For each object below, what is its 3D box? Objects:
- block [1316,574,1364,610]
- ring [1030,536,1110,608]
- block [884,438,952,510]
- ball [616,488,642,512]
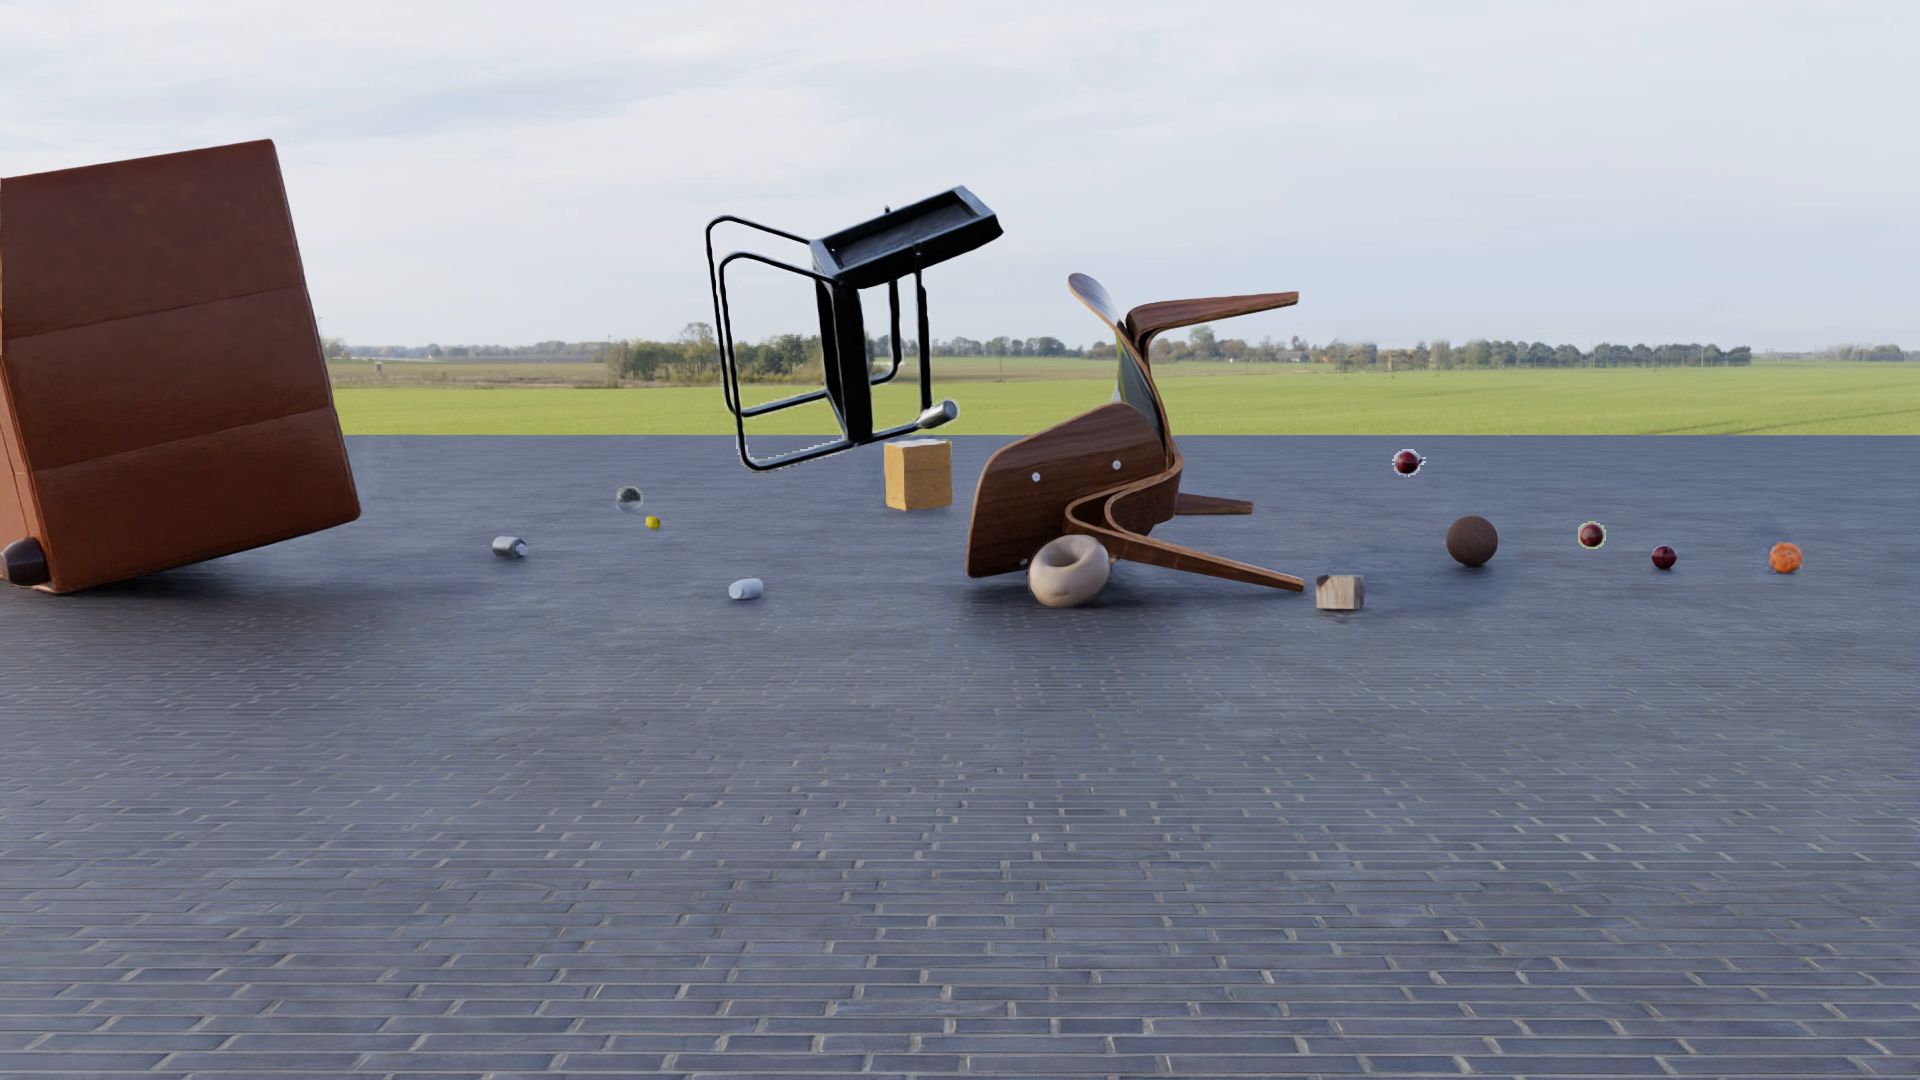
[{"bbox_3d":[0.777,0.105,4.494,0.075,0.066,0.095,2,1,22],"label":"block"},{"bbox_3d":[0.229,0.064,4.586,0.170,0.087,0.242,-7,23,15],"label":"ring"},{"bbox_3d":[-0.158,-0.246,8.216,0.193,0.236,0.165,-7,11,-26],"label":"block"},{"bbox_3d":[-1.203,-0.144,7.992,0.089,0.089,0.089,0,4,0],"label":"ball"}]
